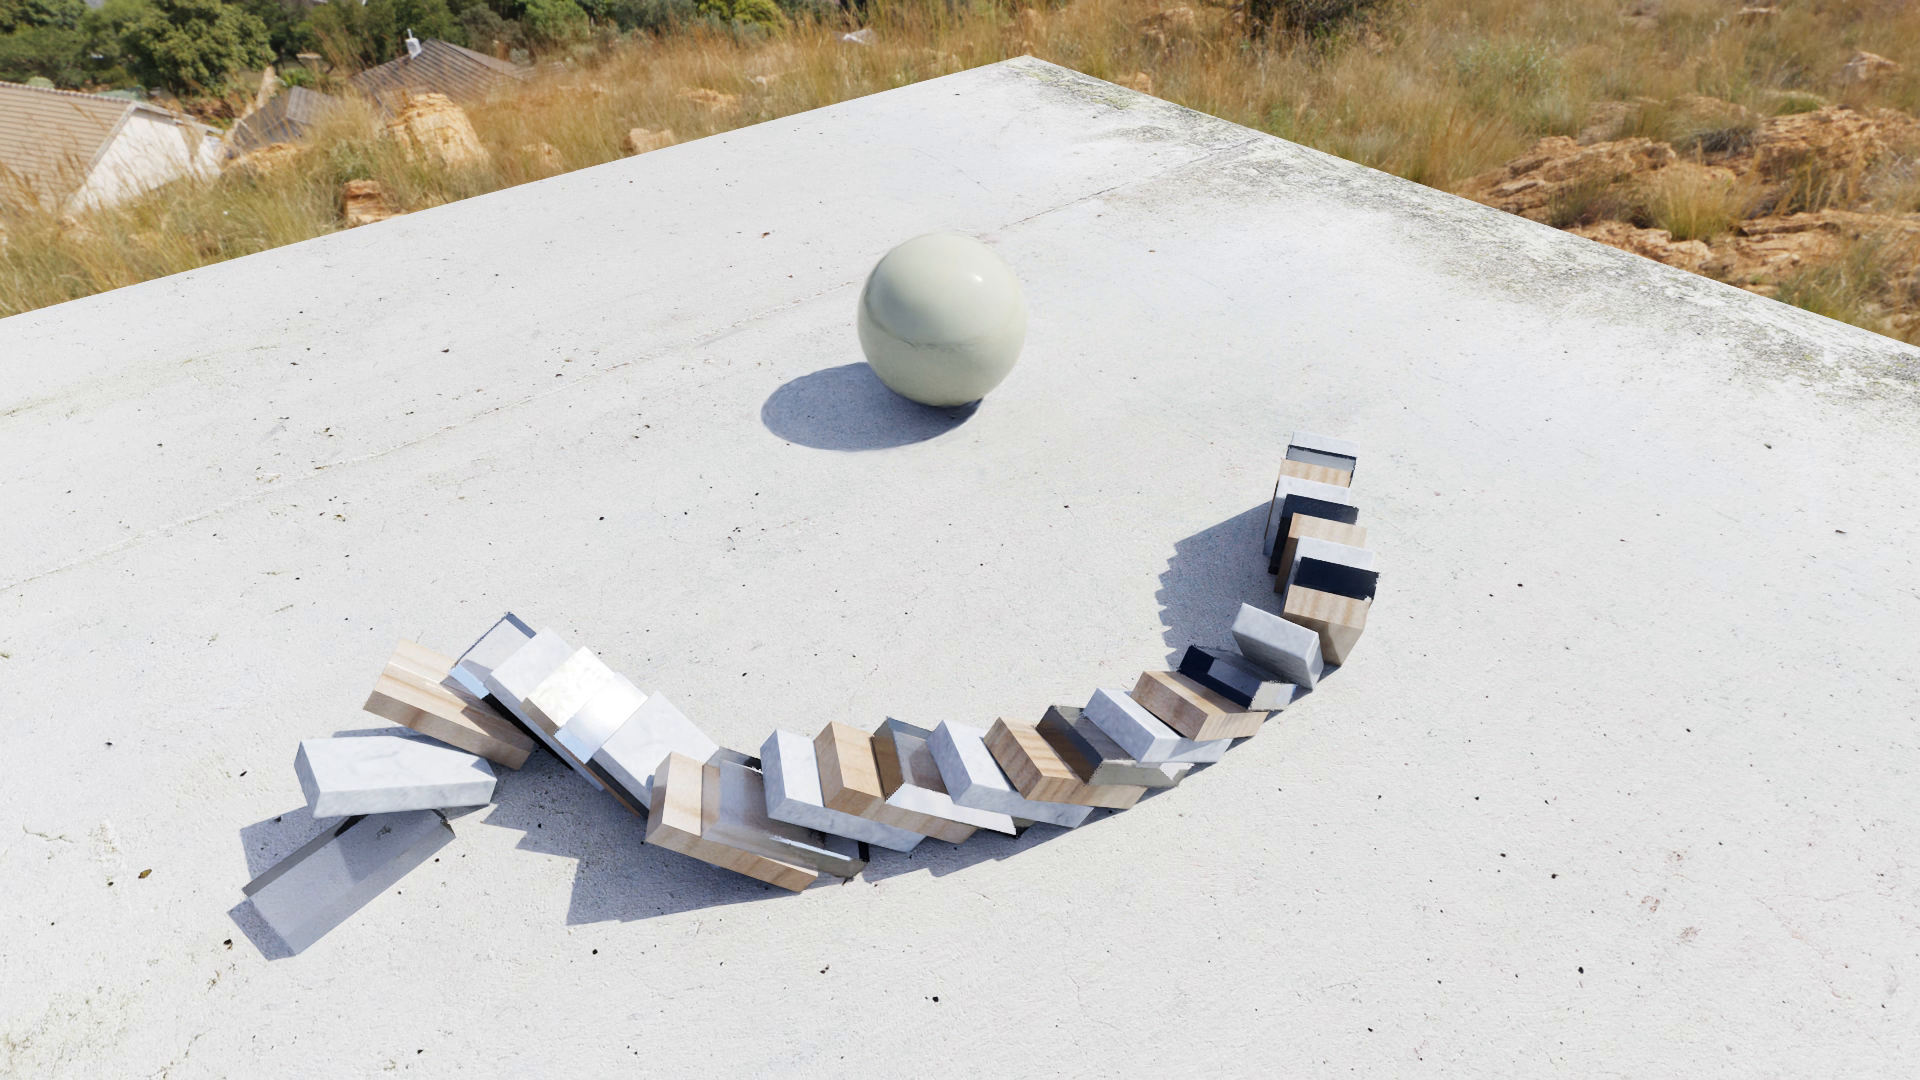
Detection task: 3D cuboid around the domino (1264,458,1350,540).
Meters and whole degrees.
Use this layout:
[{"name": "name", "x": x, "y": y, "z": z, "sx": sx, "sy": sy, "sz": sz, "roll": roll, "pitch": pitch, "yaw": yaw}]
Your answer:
[{"name": "domino", "x": 0.134, "y": -0.013, "z": 0.428, "sx": 0.025, "sy": 0.050, "sz": 0.009, "roll": 13, "pitch": 67, "yaw": 15}]

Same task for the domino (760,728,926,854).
[{"name": "domino", "x": -0.035, "y": 0.075, "z": 0.328, "sx": 0.050, "sy": 0.009, "sz": 0.025, "roll": 25, "pitch": 28, "yaw": -33}]

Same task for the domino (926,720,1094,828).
[{"name": "domino", "x": 0.016, "y": 0.071, "z": 0.334, "sx": 0.050, "sy": 0.009, "sz": 0.025, "roll": 21, "pitch": 26, "yaw": -36}]

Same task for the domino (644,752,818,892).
[{"name": "domino", "x": -0.065, "y": 0.082, "z": 0.320, "sx": 0.050, "sy": 0.010, "sz": 0.025, "roll": 29, "pitch": 31, "yaw": -27}]

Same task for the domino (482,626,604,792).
[{"name": "domino", "x": -0.125, "y": 0.054, "z": 0.354, "sx": 0.050, "sy": 0.010, "sz": 0.025, "roll": 44, "pitch": 44, "yaw": -5}]

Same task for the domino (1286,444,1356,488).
[{"name": "domino", "x": 0.139, "y": -0.019, "z": 0.435, "sx": 0.025, "sy": 0.050, "sz": 0.009, "roll": 13, "pitch": 67, "yaw": 15}]

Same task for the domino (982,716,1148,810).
[{"name": "domino", "x": 0.033, "y": 0.069, "z": 0.337, "sx": 0.050, "sy": 0.009, "sz": 0.025, "roll": 17, "pitch": 24, "yaw": -42}]

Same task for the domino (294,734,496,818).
[{"name": "domino", "x": -0.172, "y": 0.071, "z": 0.336, "sx": 0.050, "sy": 0.010, "sz": 0.025, "roll": 7, "pitch": 23, "yaw": -46}]

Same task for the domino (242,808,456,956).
[{"name": "domino", "x": -0.180, "y": 0.096, "z": 0.327, "sx": 0.025, "sy": 0.010, "sz": 0.050, "roll": 26, "pitch": 46, "yaw": 28}]

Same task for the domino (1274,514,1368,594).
[{"name": "domino", "x": 0.131, "y": 0.008, "z": 0.402, "sx": 0.025, "sy": 0.050, "sz": 0.010, "roll": 13, "pitch": 67, "yaw": 15}]

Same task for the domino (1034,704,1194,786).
[{"name": "domino", "x": 0.049, "y": 0.064, "z": 0.343, "sx": 0.050, "sy": 0.009, "sz": 0.025, "roll": 14, "pitch": 22, "yaw": -46}]

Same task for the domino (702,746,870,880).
[{"name": "domino", "x": -0.051, "y": 0.080, "z": 0.322, "sx": 0.050, "sy": 0.009, "sz": 0.025, "roll": 26, "pitch": 32, "yaw": -30}]

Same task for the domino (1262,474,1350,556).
[{"name": "domino", "x": 0.131, "y": -0.006, "z": 0.420, "sx": 0.025, "sy": 0.050, "sz": 0.010, "roll": 13, "pitch": 67, "yaw": 15}]

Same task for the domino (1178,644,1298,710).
[{"name": "domino", "x": 0.093, "y": 0.046, "z": 0.364, "sx": 0.025, "sy": 0.010, "sz": 0.050, "roll": 28, "pitch": 7, "yaw": 30}]

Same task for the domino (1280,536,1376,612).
[{"name": "domino", "x": 0.130, "y": 0.015, "z": 0.394, "sx": 0.025, "sy": 0.050, "sz": 0.009, "roll": 13, "pitch": 69, "yaw": 15}]

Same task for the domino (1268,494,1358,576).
[{"name": "domino", "x": 0.131, "y": 0.001, "z": 0.411, "sx": 0.025, "sy": 0.050, "sz": 0.009, "roll": 13, "pitch": 67, "yaw": 15}]

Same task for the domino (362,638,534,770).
[{"name": "domino", "x": -0.161, "y": 0.053, "z": 0.355, "sx": 0.050, "sy": 0.009, "sz": 0.025, "roll": 30, "pitch": 27, "yaw": -23}]

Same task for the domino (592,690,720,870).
[{"name": "domino", "x": -0.083, "y": 0.072, "z": 0.332, "sx": 0.050, "sy": 0.010, "sz": 0.025, "roll": 45, "pitch": 46, "yaw": -7}]

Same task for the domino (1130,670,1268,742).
[{"name": "domino", "x": 0.078, "y": 0.053, "z": 0.357, "sx": 0.025, "sy": 0.009, "sz": 0.050, "roll": 34, "pitch": 14, "yaw": 34}]

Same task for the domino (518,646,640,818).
[{"name": "domino", "x": -0.110, "y": 0.060, "z": 0.347, "sx": 0.050, "sy": 0.010, "sz": 0.025, "roll": 45, "pitch": 45, "yaw": -5}]

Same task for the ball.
[{"name": "ball", "x": -0.008, "y": -0.102, "z": 0.512, "sx": 0.080, "sy": 0.080, "sz": 0.080, "roll": 0, "pitch": 39, "yaw": 0}]

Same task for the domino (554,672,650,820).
[{"name": "domino", "x": -0.097, "y": 0.067, "z": 0.339, "sx": 0.050, "sy": 0.010, "sz": 0.025, "roll": 44, "pitch": 46, "yaw": -5}]

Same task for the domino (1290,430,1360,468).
[{"name": "domino", "x": 0.143, "y": -0.025, "z": 0.443, "sx": 0.025, "sy": 0.050, "sz": 0.010, "roll": 13, "pitch": 67, "yaw": 15}]

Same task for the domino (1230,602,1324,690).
[{"name": "domino", "x": 0.108, "y": 0.037, "z": 0.370, "sx": 0.025, "sy": 0.050, "sz": 0.009, "roll": 23, "pitch": 81, "yaw": 26}]

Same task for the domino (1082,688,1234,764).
[{"name": "domino", "x": 0.064, "y": 0.059, "z": 0.349, "sx": 0.050, "sy": 0.009, "sz": 0.025, "roll": 13, "pitch": 21, "yaw": -49}]

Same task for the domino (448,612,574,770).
[{"name": "domino", "x": -0.138, "y": 0.049, "z": 0.361, "sx": 0.050, "sy": 0.010, "sz": 0.025, "roll": 42, "pitch": 44, "yaw": -8}]

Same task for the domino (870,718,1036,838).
[{"name": "domino", "x": -0.002, "y": 0.072, "z": 0.333, "sx": 0.050, "sy": 0.010, "sz": 0.025, "roll": 24, "pitch": 28, "yaw": -31}]

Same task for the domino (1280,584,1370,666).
[{"name": "domino", "x": 0.122, "y": 0.030, "z": 0.377, "sx": 0.025, "sy": 0.050, "sz": 0.009, "roll": 13, "pitch": 73, "yaw": 15}]

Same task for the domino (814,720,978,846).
[{"name": "domino", "x": -0.019, "y": 0.073, "z": 0.331, "sx": 0.050, "sy": 0.010, "sz": 0.025, "roll": 25, "pitch": 27, "yaw": -32}]

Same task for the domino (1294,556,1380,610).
[{"name": "domino", "x": 0.128, "y": 0.022, "z": 0.385, "sx": 0.025, "sy": 0.050, "sz": 0.010, "roll": 13, "pitch": 69, "yaw": 15}]
